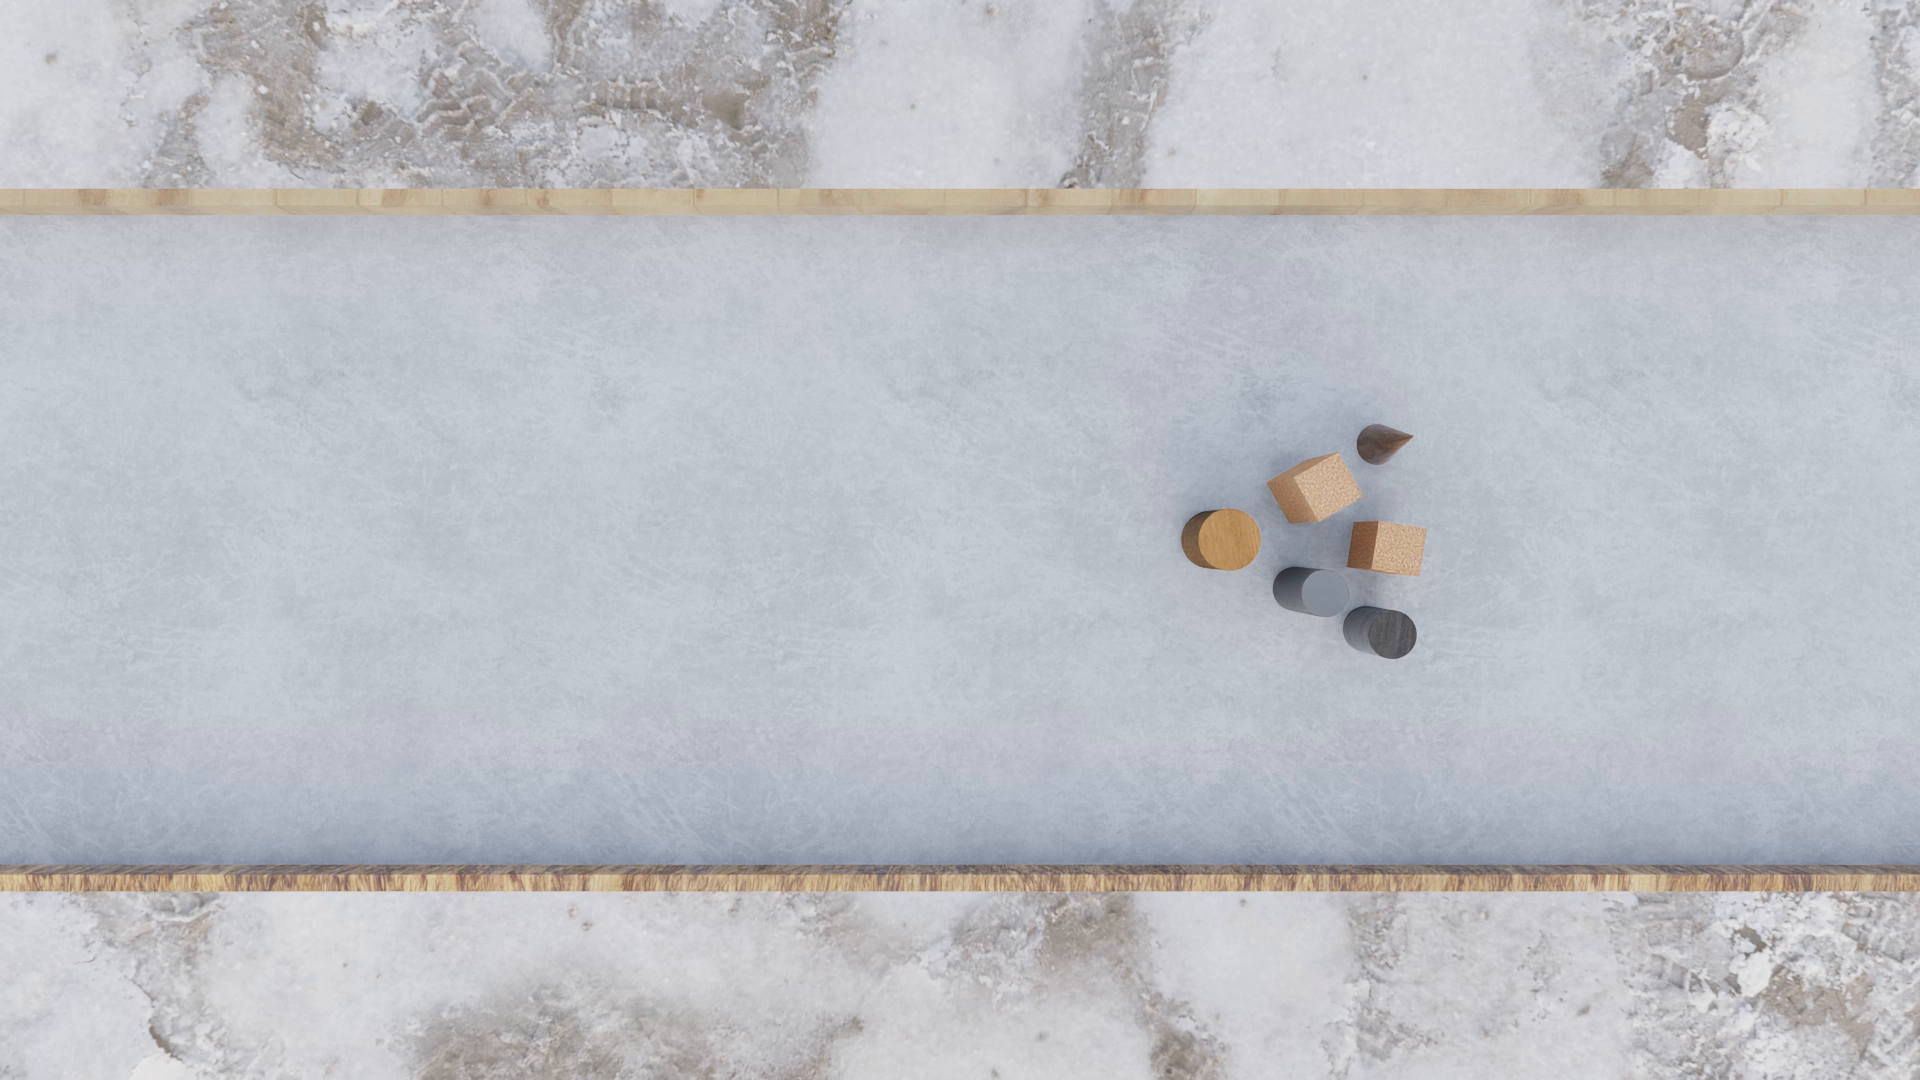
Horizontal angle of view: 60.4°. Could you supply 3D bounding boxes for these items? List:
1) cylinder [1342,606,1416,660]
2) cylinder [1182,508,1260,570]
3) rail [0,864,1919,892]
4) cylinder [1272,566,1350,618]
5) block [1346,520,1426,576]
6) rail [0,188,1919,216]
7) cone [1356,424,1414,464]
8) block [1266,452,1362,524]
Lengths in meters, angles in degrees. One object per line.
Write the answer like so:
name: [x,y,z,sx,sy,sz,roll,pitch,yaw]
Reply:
cylinder: [1.249,0.274,4.920,0.141,0.314,0.141,0,90,0]
cylinder: [0.770,-0.001,4.893,0.178,0.367,0.178,0,90,0]
rail: [-2.247,1.025,5.001,12.000,0.150,0.050,0,90,0]
cylinder: [1.030,0.150,4.862,0.136,0.429,0.136,0,90,0]
block: [1.271,0.025,4.924,0.140,0.305,0.140,9,90,0]
rail: [-2.247,-1.025,5.002,12.000,0.150,0.050,0,90,0]
cone: [1.284,-0.294,4.868,0.126,0.417,0.126,0,90,0]
block: [1.041,-0.150,4.867,0.144,0.419,0.144,-30,90,0]
